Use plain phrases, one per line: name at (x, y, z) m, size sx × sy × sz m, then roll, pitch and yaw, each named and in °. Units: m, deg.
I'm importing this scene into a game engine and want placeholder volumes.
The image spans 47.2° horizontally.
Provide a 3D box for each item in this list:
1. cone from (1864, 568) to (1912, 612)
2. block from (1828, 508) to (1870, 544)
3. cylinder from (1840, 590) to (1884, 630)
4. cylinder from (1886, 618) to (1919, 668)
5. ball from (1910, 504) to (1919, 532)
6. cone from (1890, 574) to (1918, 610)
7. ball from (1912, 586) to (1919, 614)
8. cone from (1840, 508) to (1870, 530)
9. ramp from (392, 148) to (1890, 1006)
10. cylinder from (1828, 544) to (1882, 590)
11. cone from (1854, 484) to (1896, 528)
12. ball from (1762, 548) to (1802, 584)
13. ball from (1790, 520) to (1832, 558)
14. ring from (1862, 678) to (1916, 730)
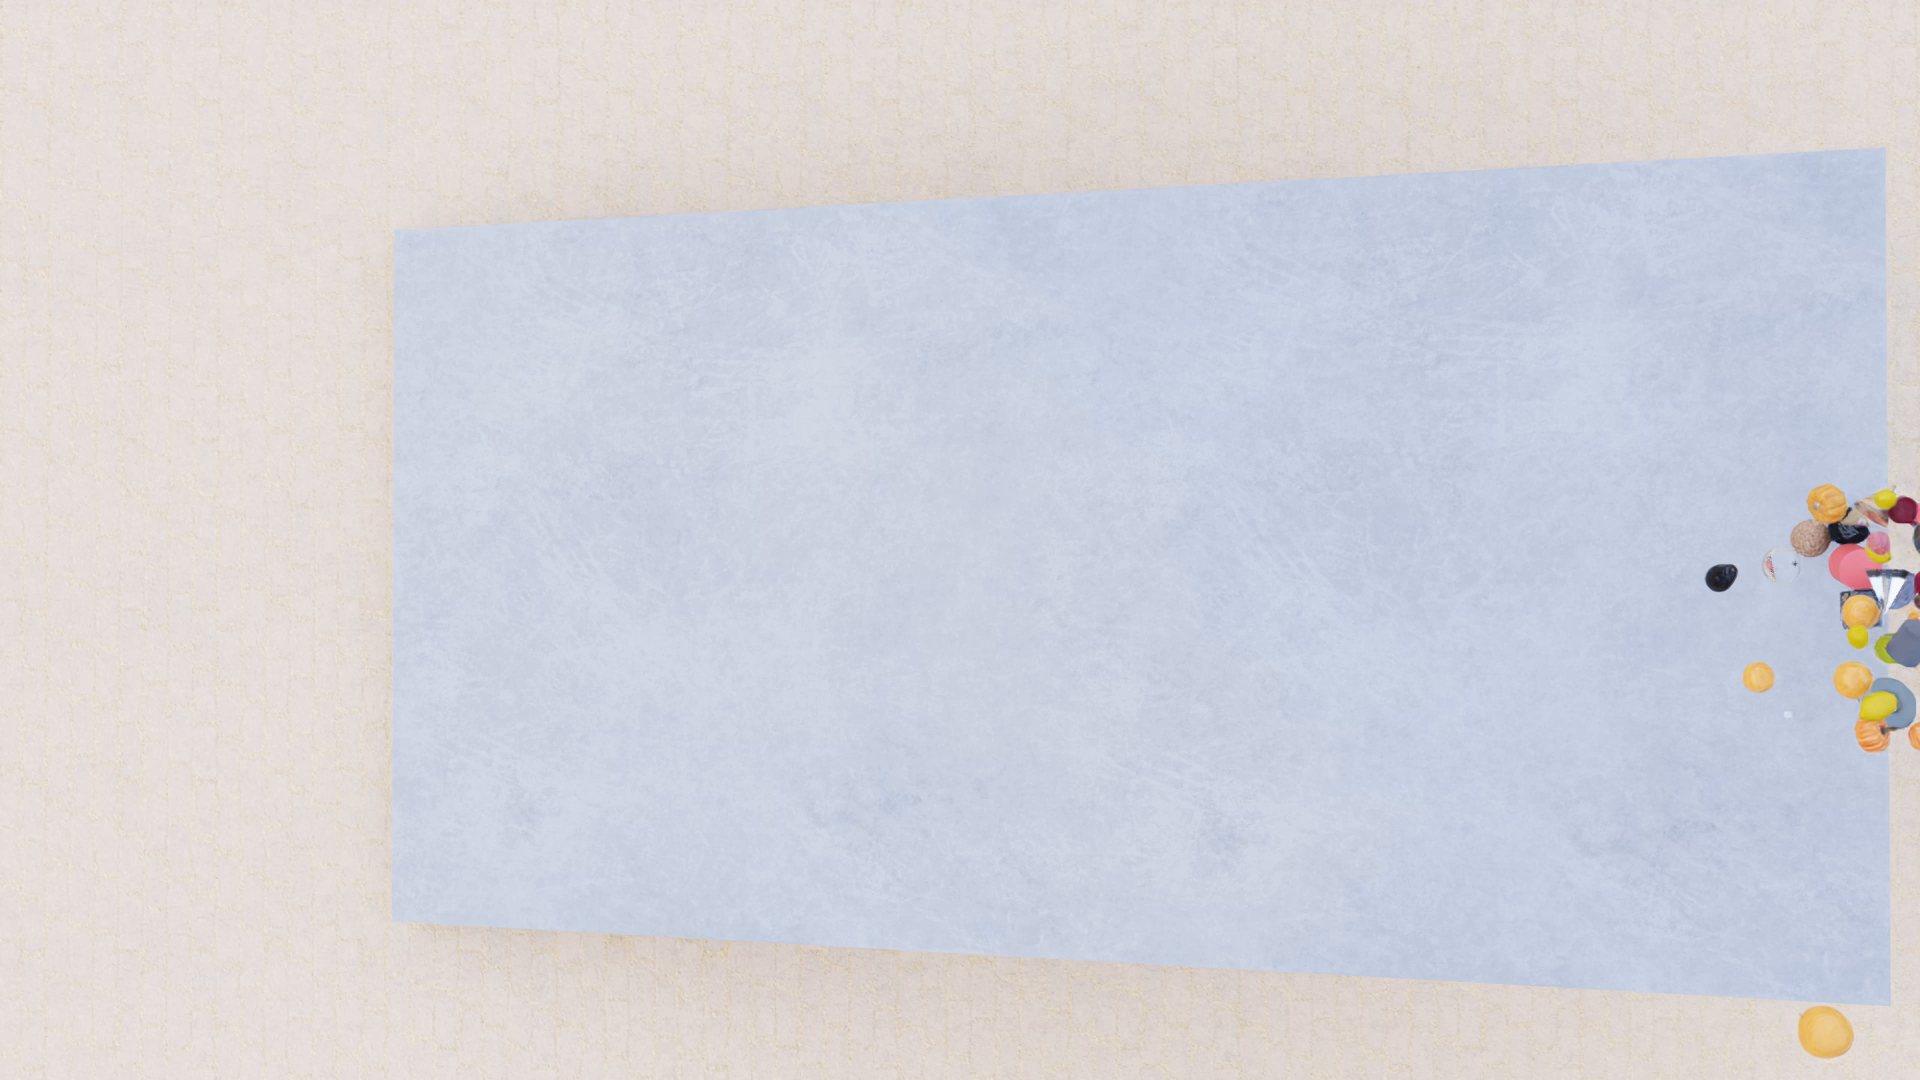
cone at (2.017, 0.113, 4.787) m, size 0.095 × 0.095 × 0.095 m, roll 3°, pitch 88°, yaw 0°
block at (2.013, -0.028, 4.982) m, size 0.060 × 0.060 × 0.060 m, roll 19°, pitch 58°, yaw -23°
cylinder at (2.001, 0.155, 4.883) m, size 0.083 × 0.083 × 0.083 m, roll -3°, pitch 83°, yaw 0°
cylinder at (1.863, 0.202, 4.308) m, size 0.069 × 0.069 × 0.069 m, roll 23°, pitch 125°, yaw 0°
ball at (2.063, -0.048, 4.692) m, size 0.067 × 0.067 × 0.067 m, roll 0°, pitch 89°, yaw 0°
cone at (2.082, 0.094, 4.935) m, size 0.092 × 0.092 × 0.092 m, roll -6°, pitch 116°, yaw -12°
ball at (1.940, 0.119, 4.383) m, size 0.075 × 0.075 × 0.075 m, roll 0°, pitch 89°, yaw 0°
cone at (1.985, -0.046, 4.896) m, size 0.060 × 0.060 × 0.060 m, roll -15°, pitch 89°, yaw 36°
ramp at (0.276, 0.093, 5.790) m, size 4.000 × 0.100 × 2.000 m, roll 0°, pitch 89°, yaw 18°
cylinder at (2.007, 0.060, 4.932) m, size 0.093 × 0.093 × 0.093 m, roll 1°, pitch 98°, yaw 8°
cone at (1.964, -0.086, 4.676) m, size 0.085 × 0.085 × 0.085 m, roll 39°, pitch 93°, yaw 1°
ball at (1.746, 0.055, 4.673) m, size 0.078 × 0.078 × 0.078 m, roll 0°, pitch 89°, yaw 0°
ball at (1.953, -0.003, 5.048) m, size 0.088 × 0.088 × 0.088 m, roll 0°, pitch 89°, yaw 0°
ring at (1.901, 0.335, 4.498) m, size 0.114 × 0.038 × 0.114 m, roll 3°, pitch 65°, yaw -7°
